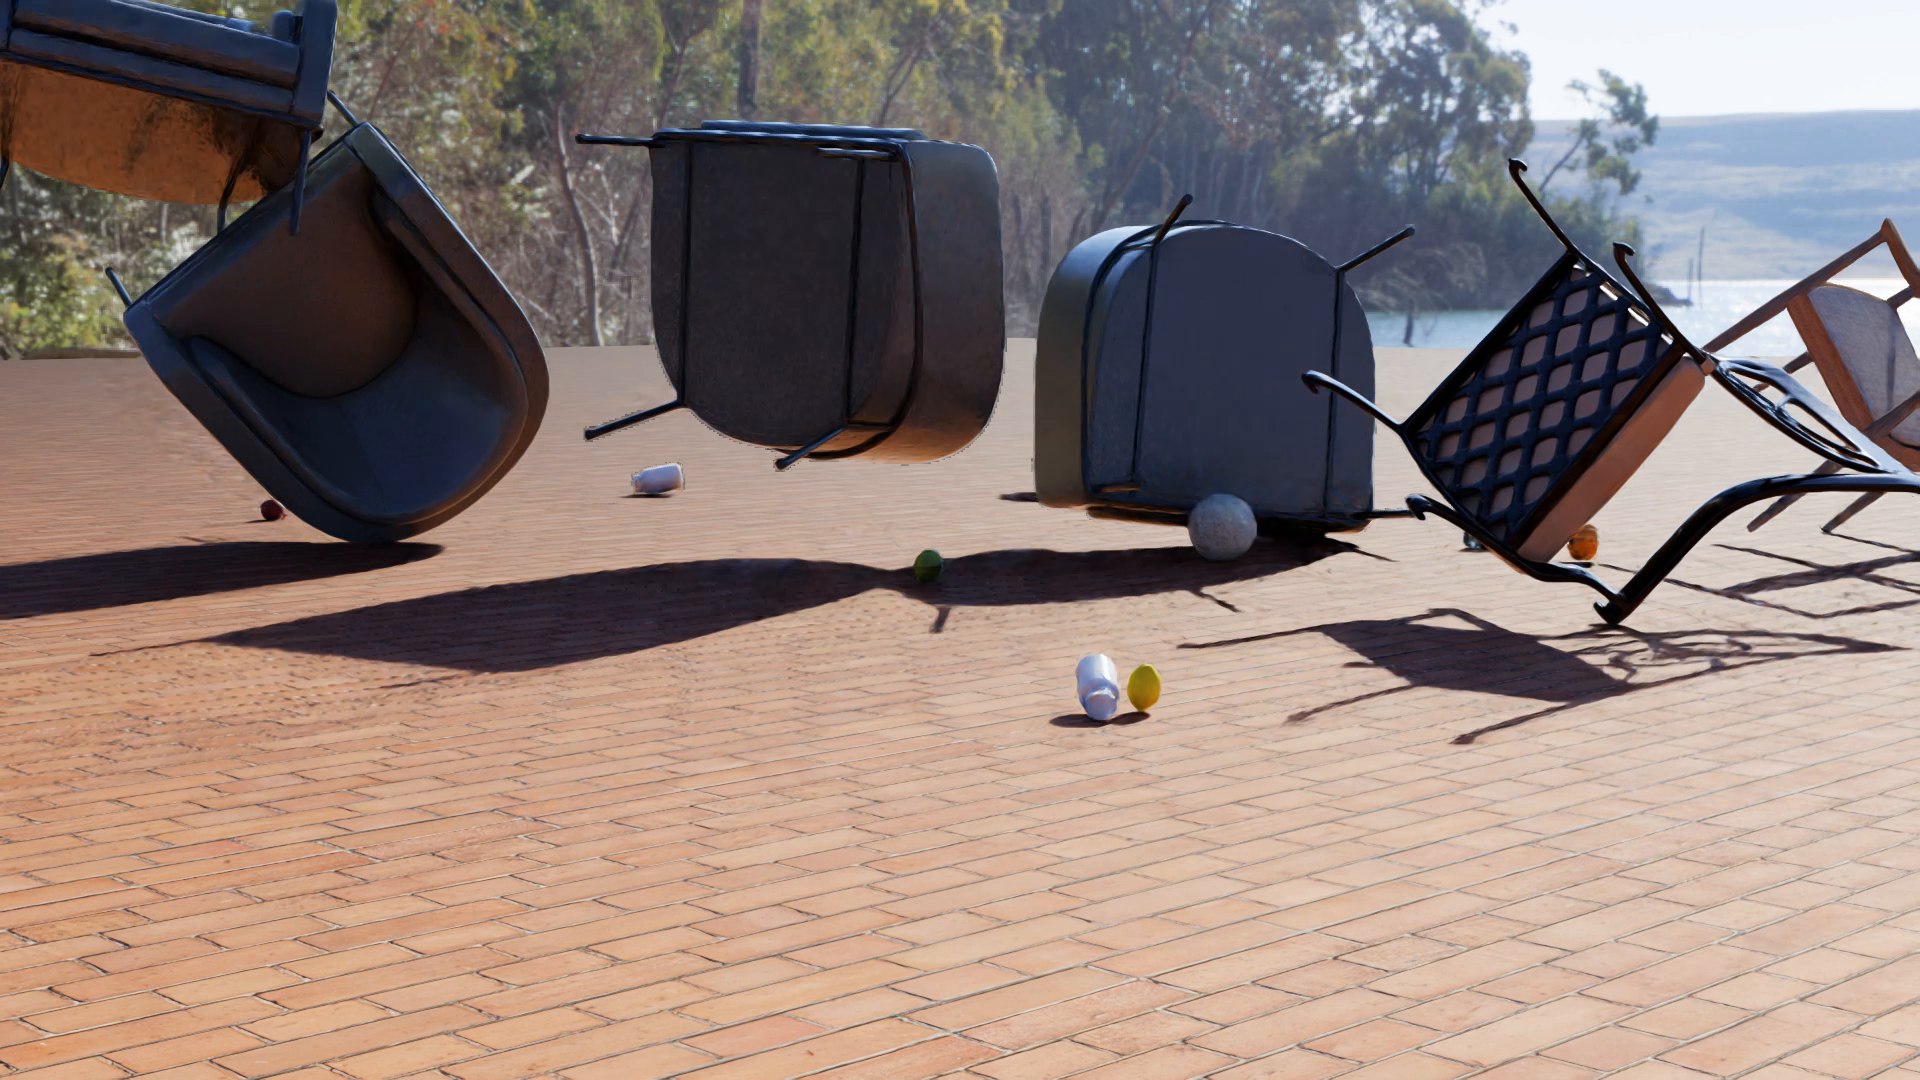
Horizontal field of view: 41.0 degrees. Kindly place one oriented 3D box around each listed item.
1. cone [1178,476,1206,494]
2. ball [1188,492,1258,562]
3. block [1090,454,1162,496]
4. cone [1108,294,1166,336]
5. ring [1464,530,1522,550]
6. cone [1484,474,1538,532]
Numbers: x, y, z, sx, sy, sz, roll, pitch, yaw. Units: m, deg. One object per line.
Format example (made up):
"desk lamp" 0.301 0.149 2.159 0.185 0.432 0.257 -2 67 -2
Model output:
"cone" 0.703 -0.168 7.791 0.085 0.054 0.053 0 37 18
"ball" 0.606 -0.029 5.923 0.159 0.159 0.159 0 6 0
"block" 0.507 -0.198 7.820 0.151 0.106 0.196 -2 6 -21
"cone" 0.610 -0.770 8.389 0.273 0.151 0.126 -14 30 53
"ring" 1.290 -0.001 6.206 0.145 0.046 0.083 1 4 1
"cone" 1.453 -0.083 6.621 0.147 0.159 0.151 -42 -30 25
